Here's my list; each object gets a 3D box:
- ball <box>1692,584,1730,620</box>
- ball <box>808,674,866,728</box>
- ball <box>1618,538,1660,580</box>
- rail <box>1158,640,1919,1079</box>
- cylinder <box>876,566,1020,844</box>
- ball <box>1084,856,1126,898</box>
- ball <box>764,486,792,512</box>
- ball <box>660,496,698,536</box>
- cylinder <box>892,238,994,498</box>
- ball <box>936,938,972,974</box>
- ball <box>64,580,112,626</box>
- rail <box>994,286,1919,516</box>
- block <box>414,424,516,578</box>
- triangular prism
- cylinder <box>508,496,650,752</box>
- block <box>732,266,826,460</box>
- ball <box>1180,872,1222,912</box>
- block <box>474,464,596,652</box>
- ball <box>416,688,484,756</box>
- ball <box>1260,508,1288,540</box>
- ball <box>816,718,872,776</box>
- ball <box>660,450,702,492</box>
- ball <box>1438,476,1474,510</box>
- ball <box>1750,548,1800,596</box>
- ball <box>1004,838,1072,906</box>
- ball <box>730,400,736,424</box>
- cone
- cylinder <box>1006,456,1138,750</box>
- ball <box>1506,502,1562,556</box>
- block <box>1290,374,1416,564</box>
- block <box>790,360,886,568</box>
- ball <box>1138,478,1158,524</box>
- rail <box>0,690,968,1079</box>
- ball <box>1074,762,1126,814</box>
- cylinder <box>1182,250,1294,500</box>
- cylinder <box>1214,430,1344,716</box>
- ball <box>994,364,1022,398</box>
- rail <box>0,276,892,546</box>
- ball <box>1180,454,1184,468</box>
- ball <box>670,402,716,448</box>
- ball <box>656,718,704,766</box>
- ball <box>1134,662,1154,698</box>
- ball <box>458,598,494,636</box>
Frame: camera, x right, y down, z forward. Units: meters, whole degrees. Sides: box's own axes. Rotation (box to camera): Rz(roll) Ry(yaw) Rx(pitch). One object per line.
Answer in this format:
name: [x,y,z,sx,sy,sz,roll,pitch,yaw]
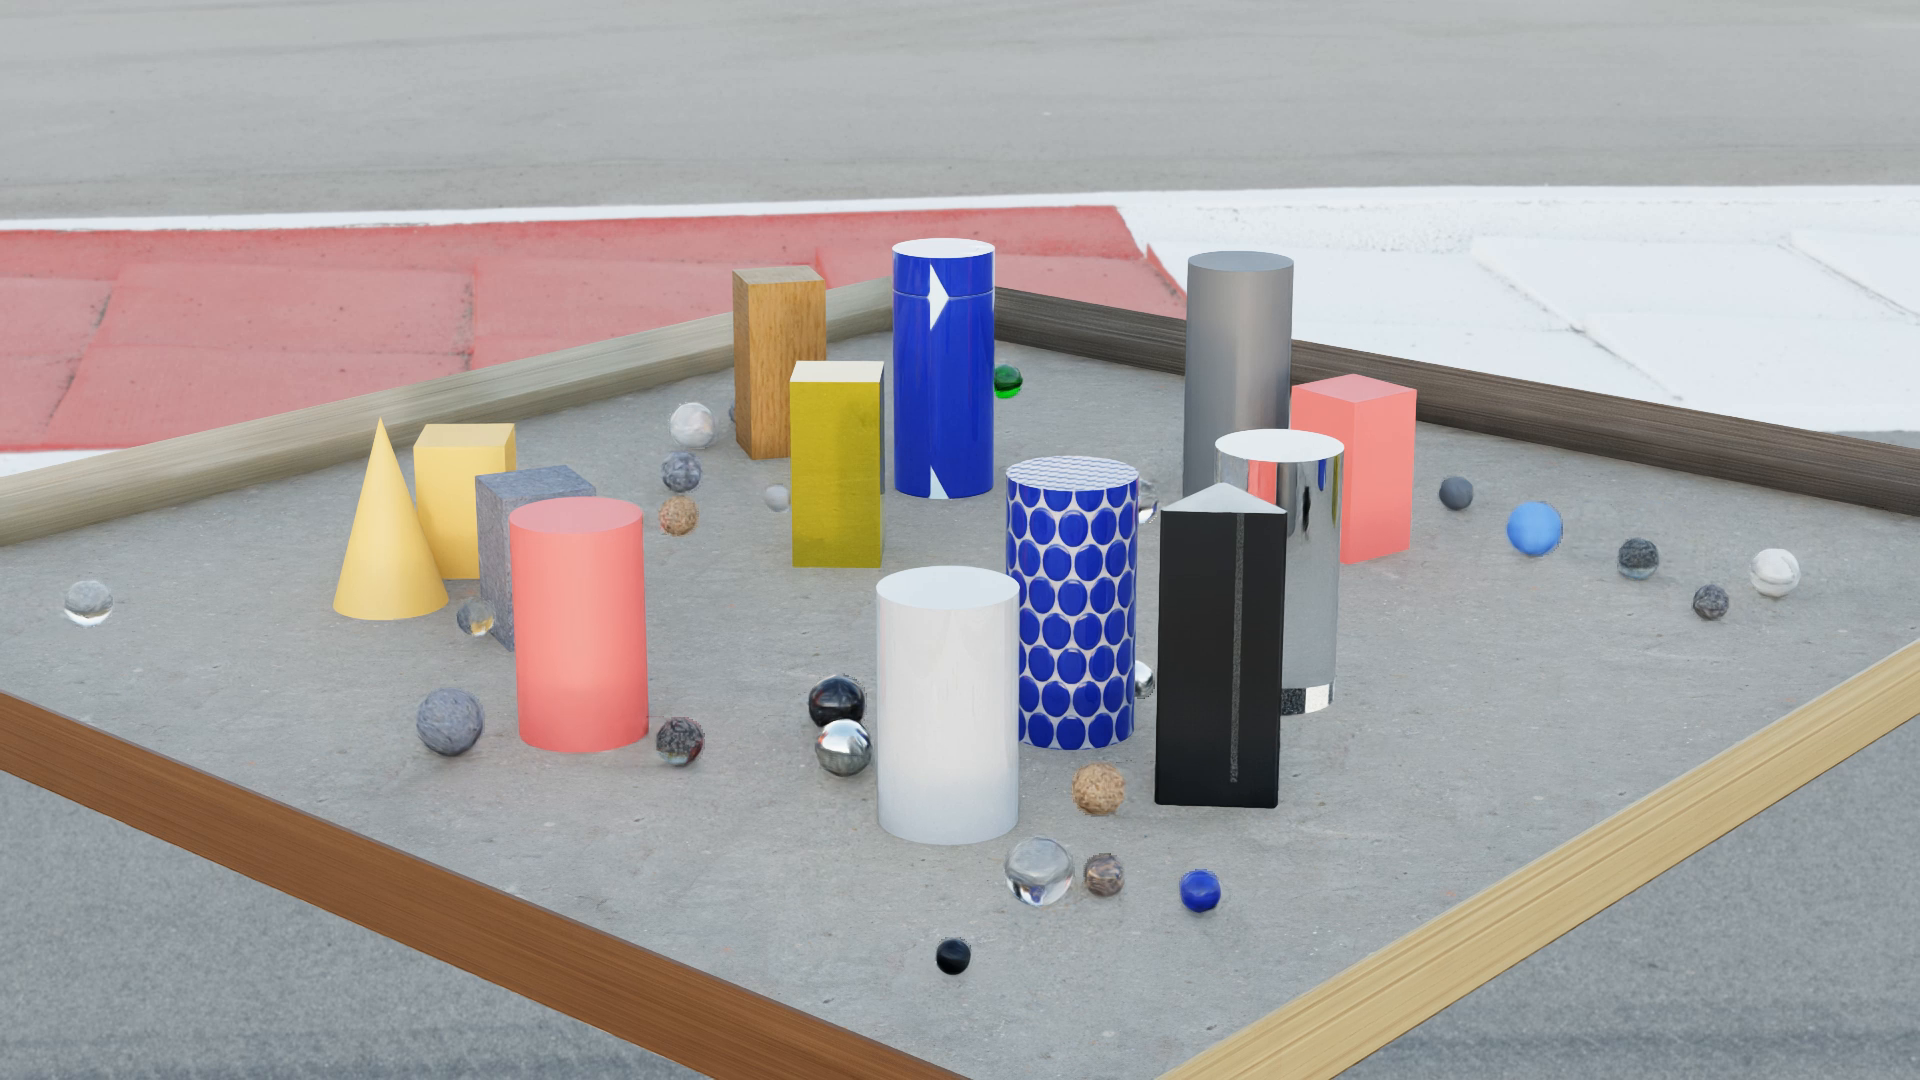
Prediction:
ball: [1.280,0.106,4.998,0.060,0.060,0.060,0,17,0]
ball: [-0.188,0.250,4.472,0.088,0.088,0.088,0,17,0]
ball: [1.207,0.033,5.218,0.073,0.073,0.073,0,17,0]
rail: [1.134,0.316,4.177,0.045,0.129,3.138,14,22,39]
cylinder: [-0.017,0.229,4.100,0.199,0.342,0.199,0,17,0]
ball: [0.192,0.445,3.882,0.055,0.055,0.055,0,17,0]
ball: [-0.350,-0.079,5.629,0.051,0.051,0.051,0,17,0]
ball: [-0.526,-0.045,5.478,0.072,0.072,0.072,0,17,0]
cylinder: [-0.032,-0.337,5.746,0.199,0.477,0.199,0,17,0]
ball: [-0.009,0.519,3.653,0.045,0.045,0.045,0,17,0]
ball: [-1.475,0.107,4.962,0.079,0.079,0.079,0,17,0]
rail: [1.013,-0.304,6.237,3.050,0.129,0.045,14,22,39]
block: [-0.884,-0.071,5.266,0.159,0.244,0.159,-1,17,-2]
triangular prism: [0.372,0.149,4.201,0.172,0.438,0.149,1,17,4]
cylinder: [-0.575,0.126,4.441,0.199,0.343,0.199,0,17,0]
block: [-0.371,-0.367,6.039,0.159,0.365,0.159,-5,17,-15]
ball: [0.314,0.460,3.833,0.054,0.054,0.054,0,17,0]
block: [-0.706,0.029,4.903,0.159,0.263,0.159,-8,18,-24]
ball: [-0.763,0.272,4.380,0.099,0.099,0.099,0,17,0]
ball: [0.588,-0.028,5.445,0.060,0.060,0.060,0,17,0]
ball: [-0.170,0.304,4.298,0.084,0.084,0.084,0,17,0]
ball: [-0.548,-0.135,5.761,0.081,0.081,0.081,0,17,0]
ball: [0.955,-0.090,5.640,0.066,0.066,0.066,0,17,0]
ball: [1.422,0.057,5.118,0.086,0.086,0.086,0,17,0]
ball: [0.103,0.436,3.852,0.090,0.090,0.090,0,17,0]
ball: [-0.457,-0.272,6.238,0.068,0.068,0.068,0,17,0]
cone: [-0.989,-0.052,5.048,0.199,0.334,0.199,0,17,0]
cylinder: [0.168,0.094,4.443,0.199,0.404,0.199,0,17,0]
ball: [1.049,-0.021,5.356,0.097,0.097,0.097,0,17,0]
block: [0.716,-0.132,5.369,0.159,0.302,0.159,-13,21,-36]
block: [-0.220,-0.138,5.316,0.159,0.344,0.159,0,17,2]
ball: [0.329,-0.073,5.543,0.089,0.089,0.089,0,17,0]
rail: [-1.013,0.369,4.003,3.050,0.129,0.045,14,22,39]
ball: [0.198,0.352,4.156,0.075,0.075,0.075,0,17,0]
cylinder: [0.526,-0.288,5.563,0.199,0.490,0.199,0,17,0]
cylinder: [0.493,0.049,4.586,0.199,0.407,0.199,0,17,0]
ball: [0.099,-0.352,6.488,0.077,0.077,0.077,0,17,0]
rail: [-1.134,-0.252,6.062,0.045,0.129,3.138,14,22,39]
ball: [0.475,-0.153,5.836,0.073,0.073,0.073,0,17,0]
ball: [-0.554,-0.236,6.074,0.095,0.095,0.095,0,17,0]
ball: [-0.415,0.299,4.343,0.069,0.069,0.069,0,17,0]
ball: [0.277,0.220,4.627,0.057,0.057,0.057,0,17,0]
ball: [-0.807,0.129,4.889,0.061,0.061,0.061,0,17,0]
